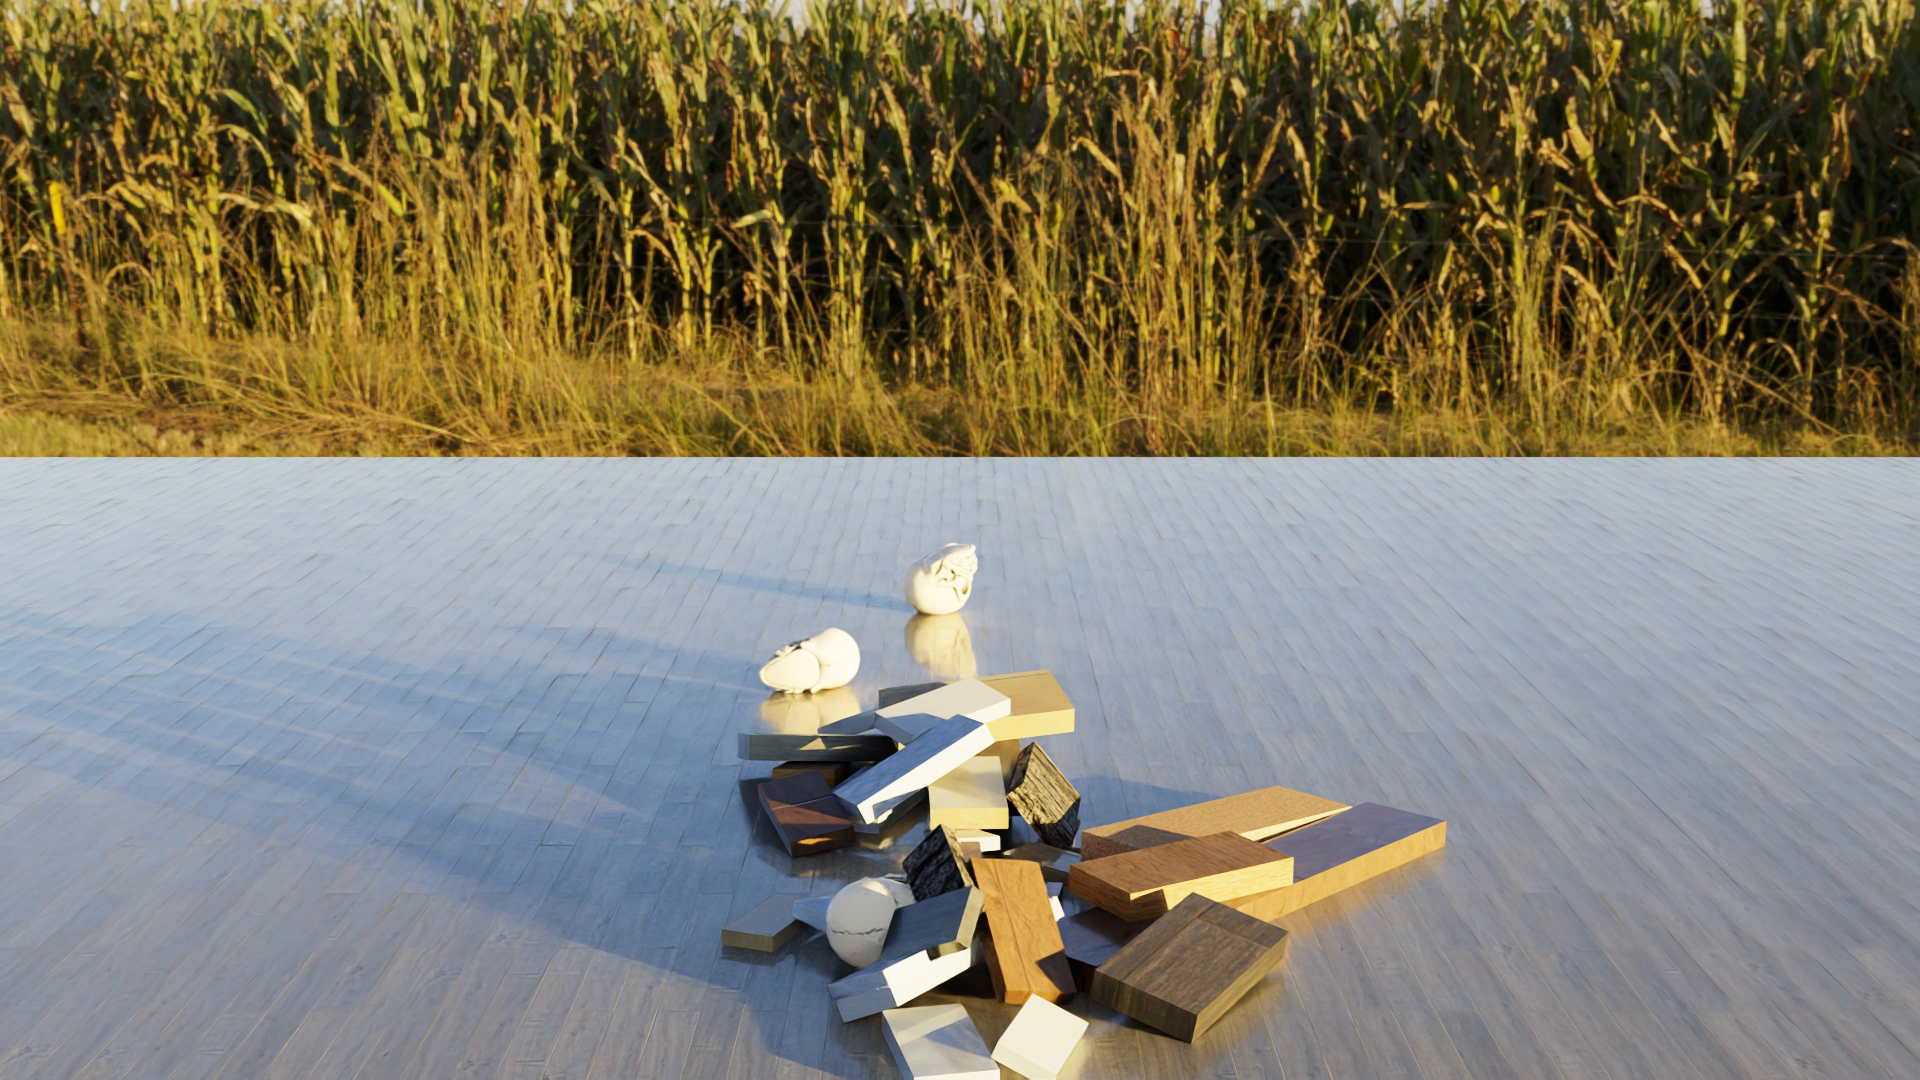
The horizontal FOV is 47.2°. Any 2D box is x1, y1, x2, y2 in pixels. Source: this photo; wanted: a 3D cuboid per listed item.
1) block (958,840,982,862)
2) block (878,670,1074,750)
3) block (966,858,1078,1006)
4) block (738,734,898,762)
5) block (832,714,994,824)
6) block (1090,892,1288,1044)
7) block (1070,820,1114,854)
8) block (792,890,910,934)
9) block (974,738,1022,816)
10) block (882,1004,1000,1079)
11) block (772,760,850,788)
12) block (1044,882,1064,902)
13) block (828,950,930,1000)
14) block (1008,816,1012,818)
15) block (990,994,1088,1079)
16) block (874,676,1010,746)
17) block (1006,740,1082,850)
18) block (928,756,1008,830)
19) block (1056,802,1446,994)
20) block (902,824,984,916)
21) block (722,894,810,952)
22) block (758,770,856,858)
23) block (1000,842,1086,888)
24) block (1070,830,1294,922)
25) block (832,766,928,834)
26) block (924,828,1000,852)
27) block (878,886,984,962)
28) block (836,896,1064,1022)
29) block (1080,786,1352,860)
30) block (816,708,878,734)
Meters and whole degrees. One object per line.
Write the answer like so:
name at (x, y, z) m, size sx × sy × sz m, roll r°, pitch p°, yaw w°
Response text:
block at (-0.001, 0.522, 3.554) m, size 0.074 × 0.021 × 0.149 m, roll -1°, pitch 12°, yaw -3°
block at (0.030, 0.328, 4.243) m, size 0.345 × 0.049 × 0.172 m, roll -6°, pitch 24°, yaw -13°
block at (0.086, 0.575, 3.239) m, size 0.115 × 0.033 × 0.230 m, roll 8°, pitch 44°, yaw -26°
block at (-0.255, 0.409, 4.336) m, size 0.345 × 0.049 × 0.172 m, roll 2°, pitch -4°, yaw -13°
block at (-0.084, 0.410, 3.965) m, size 0.276 × 0.039 × 0.138 m, roll -31°, pitch 14°, yaw -17°
block at (0.341, 0.623, 3.230) m, size 0.164 × 0.046 × 0.328 m, roll 19°, pitch 21°, yaw 26°
block at (0.245, 0.534, 3.907) m, size 0.078 × 0.022 × 0.156 m, roll 2°, pitch 11°, yaw 11°
block at (-0.167, 0.592, 3.509) m, size 0.181 × 0.026 × 0.090 m, roll 1°, pitch 9°, yaw -42°
block at (0.046, 0.394, 4.201) m, size 0.134 × 0.038 × 0.455 m, roll -1°, pitch 24°, yaw -2°
block at (-0.029, 0.697, 3.004) m, size 0.115 × 0.033 × 0.230 m, roll -2°, pitch 11°, yaw -12°
block at (-0.284, 0.447, 4.219) m, size 0.117 × 0.033 × 0.233 m, roll 0°, pitch -1°, yaw 5°
block at (0.121, 0.594, 3.589) m, size 0.078 × 0.022 × 0.156 m, roll 2°, pitch 11°, yaw 9°
block at (-0.116, 0.621, 3.140) m, size 0.078 × 0.022 × 0.156 m, roll -19°, pitch -6°, yaw -38°
block at (0.022, 0.439, 4.196) m, size 0.142 × 0.040 × 0.284 m, roll -1°, pitch 24°, yaw -2°
block at (0.110, 0.684, 3.007) m, size 0.089 × 0.025 × 0.177 m, roll 26°, pitch 17°, yaw 11°
block at (-0.032, 0.326, 4.146) m, size 0.233 × 0.033 × 0.117 m, roll -18°, pitch 29°, yaw -35°
block at (0.154, 0.465, 3.982) m, size 0.039 × 0.138 × 0.276 m, roll -38°, pitch 4°, yaw 11°
block at (0.011, 0.449, 3.923) m, size 0.134 × 0.038 × 0.268 m, roll -1°, pitch 14°, yaw -2°
block at (0.472, 0.574, 3.626) m, size 0.164 × 0.046 × 0.960 m, roll 10°, pitch 14°, yaw 43°
block at (-0.027, 0.516, 3.283) m, size 0.026 × 0.090 × 0.181 m, roll 34°, pitch 18°, yaw -33°
block at (-0.298, 0.608, 3.501) m, size 0.089 × 0.025 × 0.177 m, roll 4°, pitch 11°, yaw 22°
block at (-0.278, 0.491, 3.960) m, size 0.117 × 0.033 × 0.233 m, roll -12°, pitch 23°, yaw -16°
block at (0.166, 0.558, 3.772) m, size 0.177 × 0.025 × 0.089 m, roll 9°, pitch 14°, yaw 41°
block at (0.359, 0.541, 3.553) m, size 0.328 × 0.046 × 0.164 m, roll -7°, pitch 12°, yaw -31°
block at (-0.165, 0.485, 4.127) m, size 0.138 × 0.039 × 0.276 m, roll 4°, pitch 11°, yaw 19°
block at (0.002, 0.510, 3.747) m, size 0.082 × 0.023 × 0.164 m, roll 0°, pitch -1°, yaw -19°
block at (-0.042, 0.565, 3.194) m, size 0.026 × 0.090 × 0.181 m, roll 37°, pitch -39°, yaw -24°
block at (-0.009, 0.617, 3.252) m, size 0.115 × 0.033 × 0.397 m, roll -26°, pitch -6°, yaw 40°
block at (0.458, 0.514, 3.875) m, size 0.521 × 0.049 × 0.172 m, roll -6°, pitch 12°, yaw -42°
block at (-0.149, 0.361, 4.557) m, size 0.268 × 0.038 × 0.134 m, roll -16°, pitch -5°, yaw -29°
